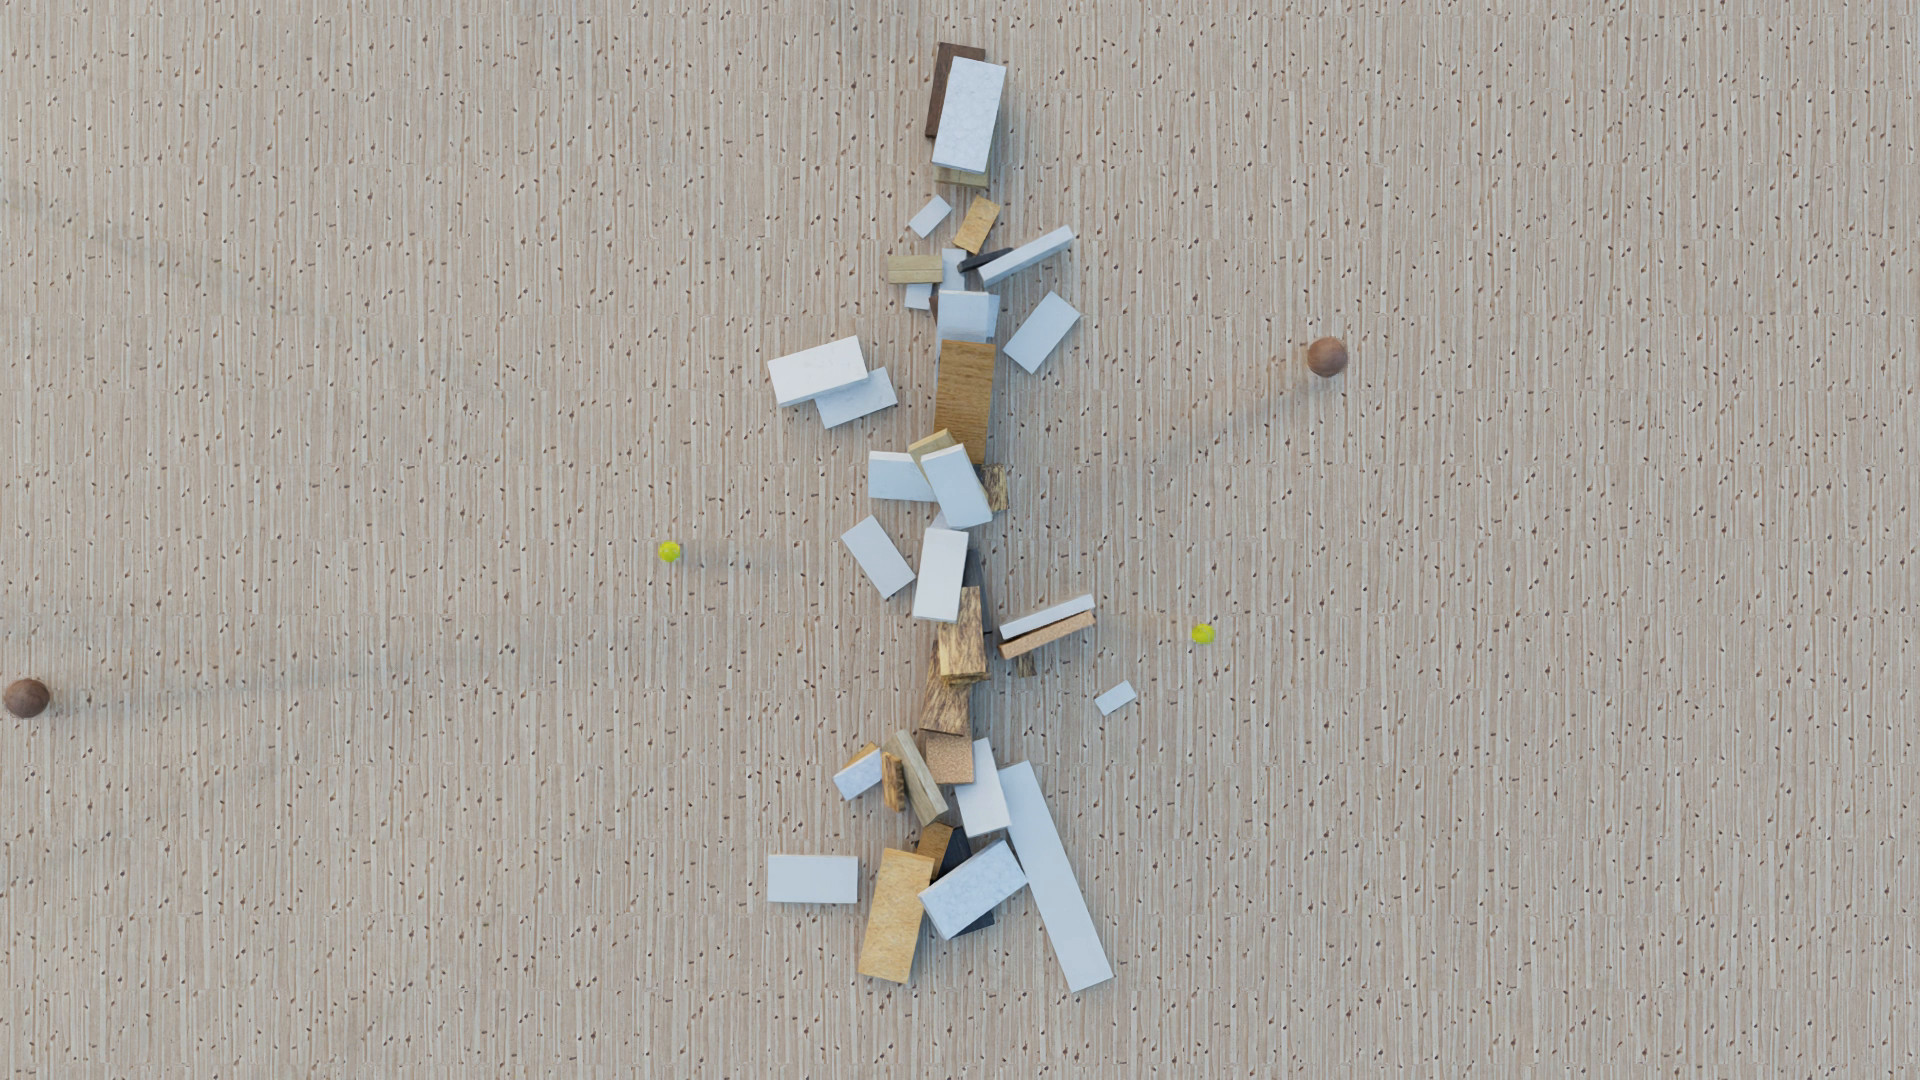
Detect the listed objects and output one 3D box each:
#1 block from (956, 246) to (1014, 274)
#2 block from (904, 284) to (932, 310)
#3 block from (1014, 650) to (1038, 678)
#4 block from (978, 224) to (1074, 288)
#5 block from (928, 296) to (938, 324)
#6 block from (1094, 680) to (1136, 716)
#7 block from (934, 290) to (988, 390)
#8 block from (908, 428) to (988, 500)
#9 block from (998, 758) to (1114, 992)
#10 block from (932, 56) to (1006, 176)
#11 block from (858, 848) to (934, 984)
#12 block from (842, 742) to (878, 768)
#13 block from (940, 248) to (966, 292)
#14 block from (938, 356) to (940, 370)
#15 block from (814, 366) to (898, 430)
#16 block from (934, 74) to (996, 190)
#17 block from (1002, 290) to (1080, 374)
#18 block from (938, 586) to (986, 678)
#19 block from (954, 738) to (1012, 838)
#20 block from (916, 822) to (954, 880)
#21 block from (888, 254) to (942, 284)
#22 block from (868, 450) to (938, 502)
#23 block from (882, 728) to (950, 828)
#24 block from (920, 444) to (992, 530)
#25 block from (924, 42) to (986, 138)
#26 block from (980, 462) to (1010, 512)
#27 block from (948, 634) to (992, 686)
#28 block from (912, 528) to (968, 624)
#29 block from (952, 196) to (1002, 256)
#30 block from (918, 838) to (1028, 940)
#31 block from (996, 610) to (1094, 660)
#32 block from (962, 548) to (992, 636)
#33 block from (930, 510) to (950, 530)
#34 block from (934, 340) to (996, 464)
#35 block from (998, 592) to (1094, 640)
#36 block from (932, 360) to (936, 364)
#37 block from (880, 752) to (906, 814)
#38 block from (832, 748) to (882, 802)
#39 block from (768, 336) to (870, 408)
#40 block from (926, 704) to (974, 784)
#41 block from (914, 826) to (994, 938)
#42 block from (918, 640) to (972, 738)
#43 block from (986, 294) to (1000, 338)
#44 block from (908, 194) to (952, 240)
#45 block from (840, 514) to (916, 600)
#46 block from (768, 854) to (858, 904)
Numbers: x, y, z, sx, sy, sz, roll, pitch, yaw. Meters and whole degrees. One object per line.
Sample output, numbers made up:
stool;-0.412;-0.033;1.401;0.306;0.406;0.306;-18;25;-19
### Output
block;0.084;-0.924;5.442;0.179;0.090;0.025;-18;92;-9
block;-0.133;-0.851;5.488;0.081;0.023;0.163;8;90;0
block;0.214;0.393;5.491;0.063;0.018;0.127;-10;90;0
block;0.213;-0.931;5.419;0.322;0.161;0.046;-26;90;0
block;-0.043;-0.730;5.432;0.081;0.023;0.163;-15;98;3
block;0.517;0.525;5.491;0.127;0.018;0.063;-31;90;0
block;0.004;-0.652;5.409;0.161;0.046;0.322;2;111;-4
block;-0.037;-0.216;5.361;0.141;0.040;0.283;-23;119;17
block;0.298;1.114;5.479;0.149;0.042;0.771;-21;90;0
block;0.030;-1.384;5.382;0.175;0.049;0.349;12;90;0
block;-0.211;1.238;5.433;0.168;0.048;0.431;13;101;1
block;-0.322;0.736;5.491;0.127;0.018;0.063;-41;90;0
block;-0.028;-0.805;5.488;0.081;0.023;0.322;3;90;0
block;0.005;-0.442;5.428;0.161;0.046;0.322;2;108;0
block;-0.348;-0.471;5.482;0.256;0.036;0.128;-20;90;0
block;0.025;-1.344;5.432;0.175;0.049;0.349;8;90;0
block;0.270;-0.689;5.482;0.128;0.036;0.256;39;90;0
block;0.002;0.298;5.362;0.143;0.040;0.285;-4;73;1
block;0.060;0.816;5.430;0.148;0.042;0.297;-17;72;4
block;-0.094;1.020;5.439;0.091;0.026;0.183;19;90;0
block;-0.147;-0.896;5.464;0.179;0.025;0.090;-1;90;0
block;-0.142;-0.206;5.433;0.315;0.045;0.158;4;129;0
block;-0.147;0.778;5.390;0.042;0.149;0.299;-21;73;-29
block;-0.009;-0.168;5.344;0.141;0.040;0.283;-16;121;13
block;-0.016;-1.484;5.478;0.154;0.044;0.309;9;90;0
block;0.116;-0.176;5.489;0.078;0.022;0.156;-8;90;0
block;0.012;0.330;5.438;0.143;0.040;0.285;-8;73;-1
block;-0.061;0.115;5.376;0.141;0.040;0.298;7;75;5
block;0.057;-1.047;5.487;0.090;0.025;0.179;27;90;0
block;0.043;1.143;5.411;0.336;0.048;0.168;-32;99;-19
block;0.279;0.309;5.407;0.315;0.158;0.045;-22;90;-5
block;0.013;0.179;5.439;0.143;0.040;0.285;-10;73;0
block;-0.048;-0.050;5.460;0.078;0.022;0.156;29;73;10
block;0.010;-0.449;5.375;0.175;0.049;0.391;5;108;-1
block;0.283;0.249;5.421;0.315;0.158;0.045;-20;90;0
block;-0.024;-0.628;5.469;0.070;0.020;0.140;31;98;-4
block;-0.220;0.799;5.432;0.026;0.091;0.183;-13;107;-31
block;-0.322;0.778;5.468;0.183;0.026;0.091;-32;108;-3
block;-0.468;-0.557;5.457;0.309;0.044;0.154;-16;75;1
block;-0.037;0.653;5.437;0.149;0.042;0.299;-2;74;0
block;-0.018;1.137;5.476;0.168;0.048;0.336;-19;90;0
block;-0.038;0.488;5.438;0.149;0.042;0.299;9;74;0
block;0.089;-0.748;5.490;0.070;0.020;0.139;9;90;0
block;-0.099;-1.076;5.490;0.140;0.020;0.070;-45;90;0
block;-0.270;0.056;5.482;0.128;0.036;0.256;-35;90;0
block;-0.488;1.125;5.479;0.297;0.042;0.149;1;90;0
